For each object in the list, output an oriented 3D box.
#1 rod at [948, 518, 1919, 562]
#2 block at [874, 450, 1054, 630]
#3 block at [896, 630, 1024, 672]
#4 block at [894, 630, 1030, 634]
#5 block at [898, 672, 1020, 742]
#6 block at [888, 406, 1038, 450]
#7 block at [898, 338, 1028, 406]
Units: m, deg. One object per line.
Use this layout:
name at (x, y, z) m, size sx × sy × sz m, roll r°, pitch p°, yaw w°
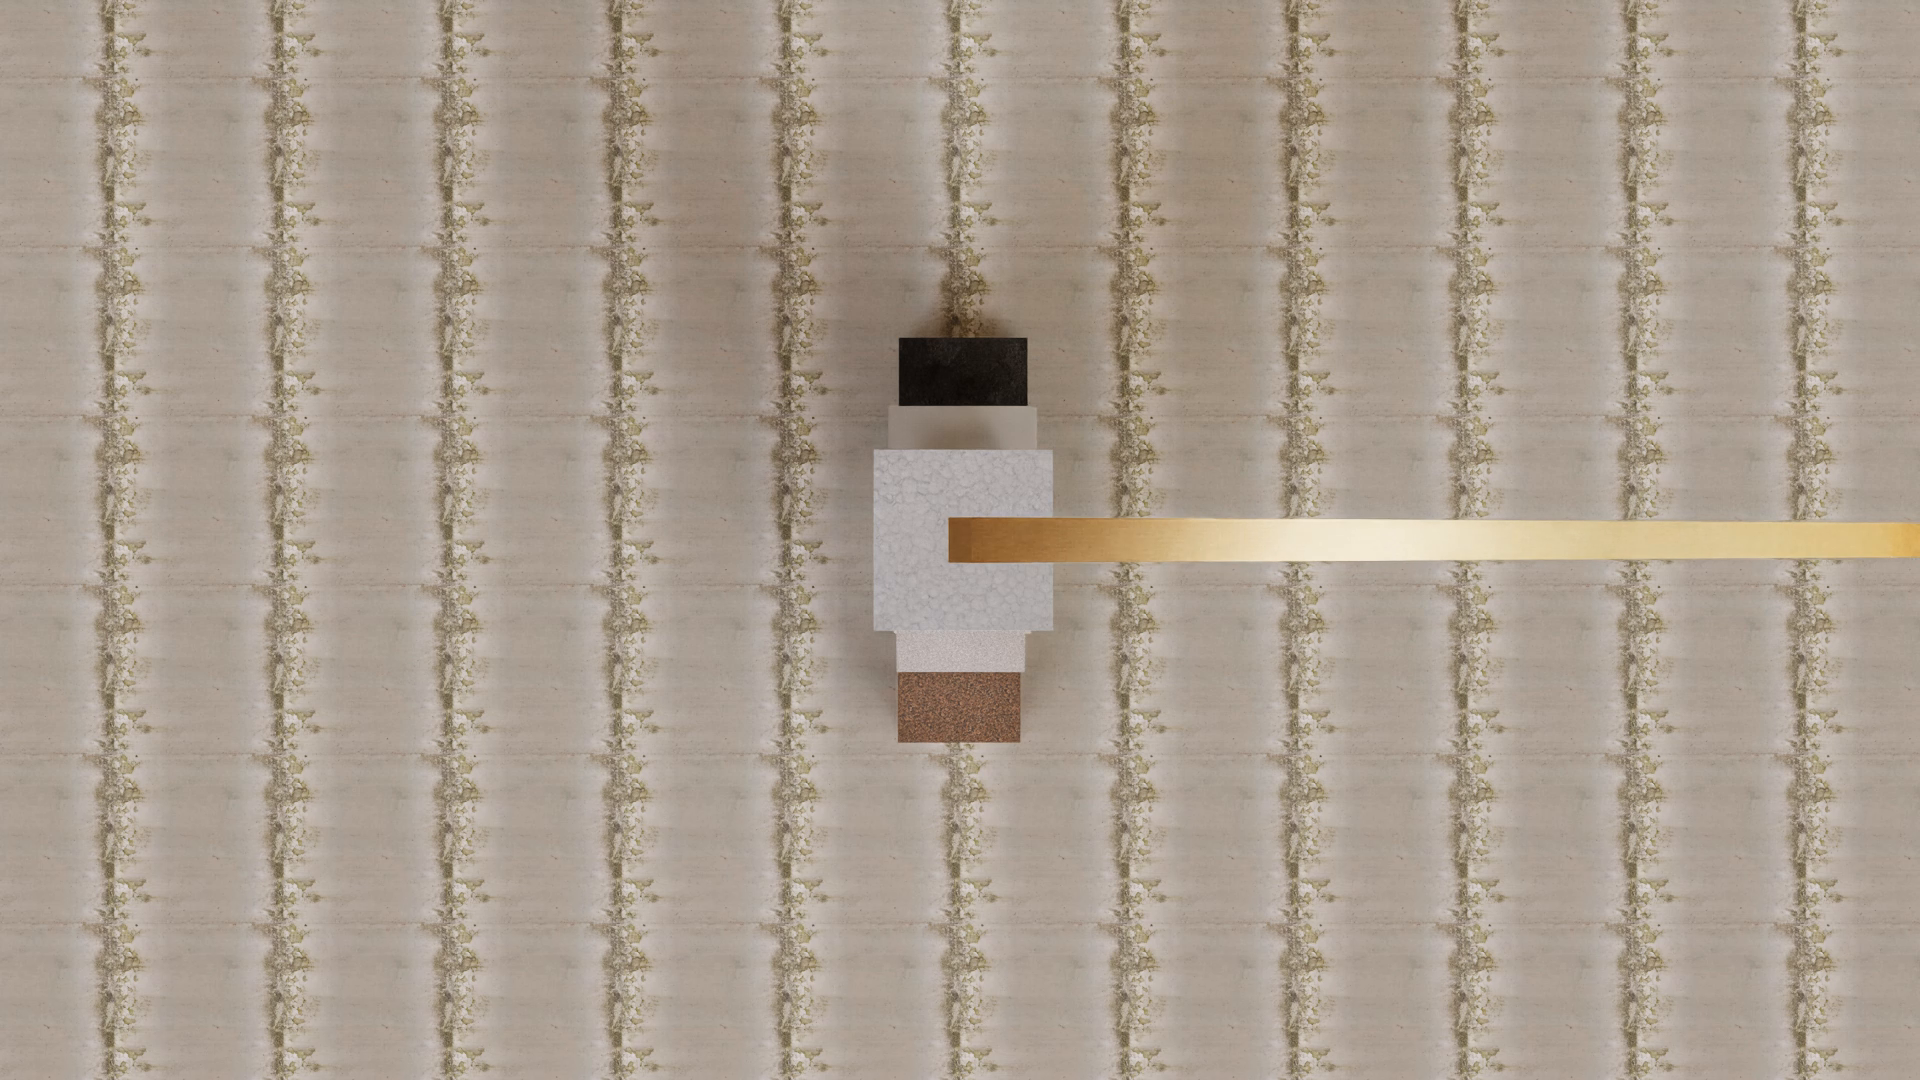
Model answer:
rod at (2.212, 0.000, 5.229) m, size 5.200 × 0.080 × 0.080 m, roll 0°, pitch 90°, yaw -32°
block at (0.012, 0.000, 8.112) m, size 0.634 × 0.682 × 0.640 m, roll 0°, pitch 90°, yaw 0°
block at (0.004, 0.365, 11.865) m, size 0.671 × 0.662 × 0.655 m, roll 0°, pitch 90°, yaw 0°
block at (0.013, 0.085, 12.598) m, size 0.759 × 0.804 × 0.867 m, roll 0°, pitch 90°, yaw 0°
block at (-0.005, 0.831, 12.652) m, size 0.687 × 0.697 × 0.605 m, roll 0°, pitch 90°, yaw 0°
block at (0.014, -0.332, 11.777) m, size 0.768 × 0.838 × 0.719 m, roll 0°, pitch 90°, yaw 0°
block at (0.018, -0.746, 12.658) m, size 0.721 × 0.685 × 0.774 m, roll 0°, pitch 90°, yaw 0°
